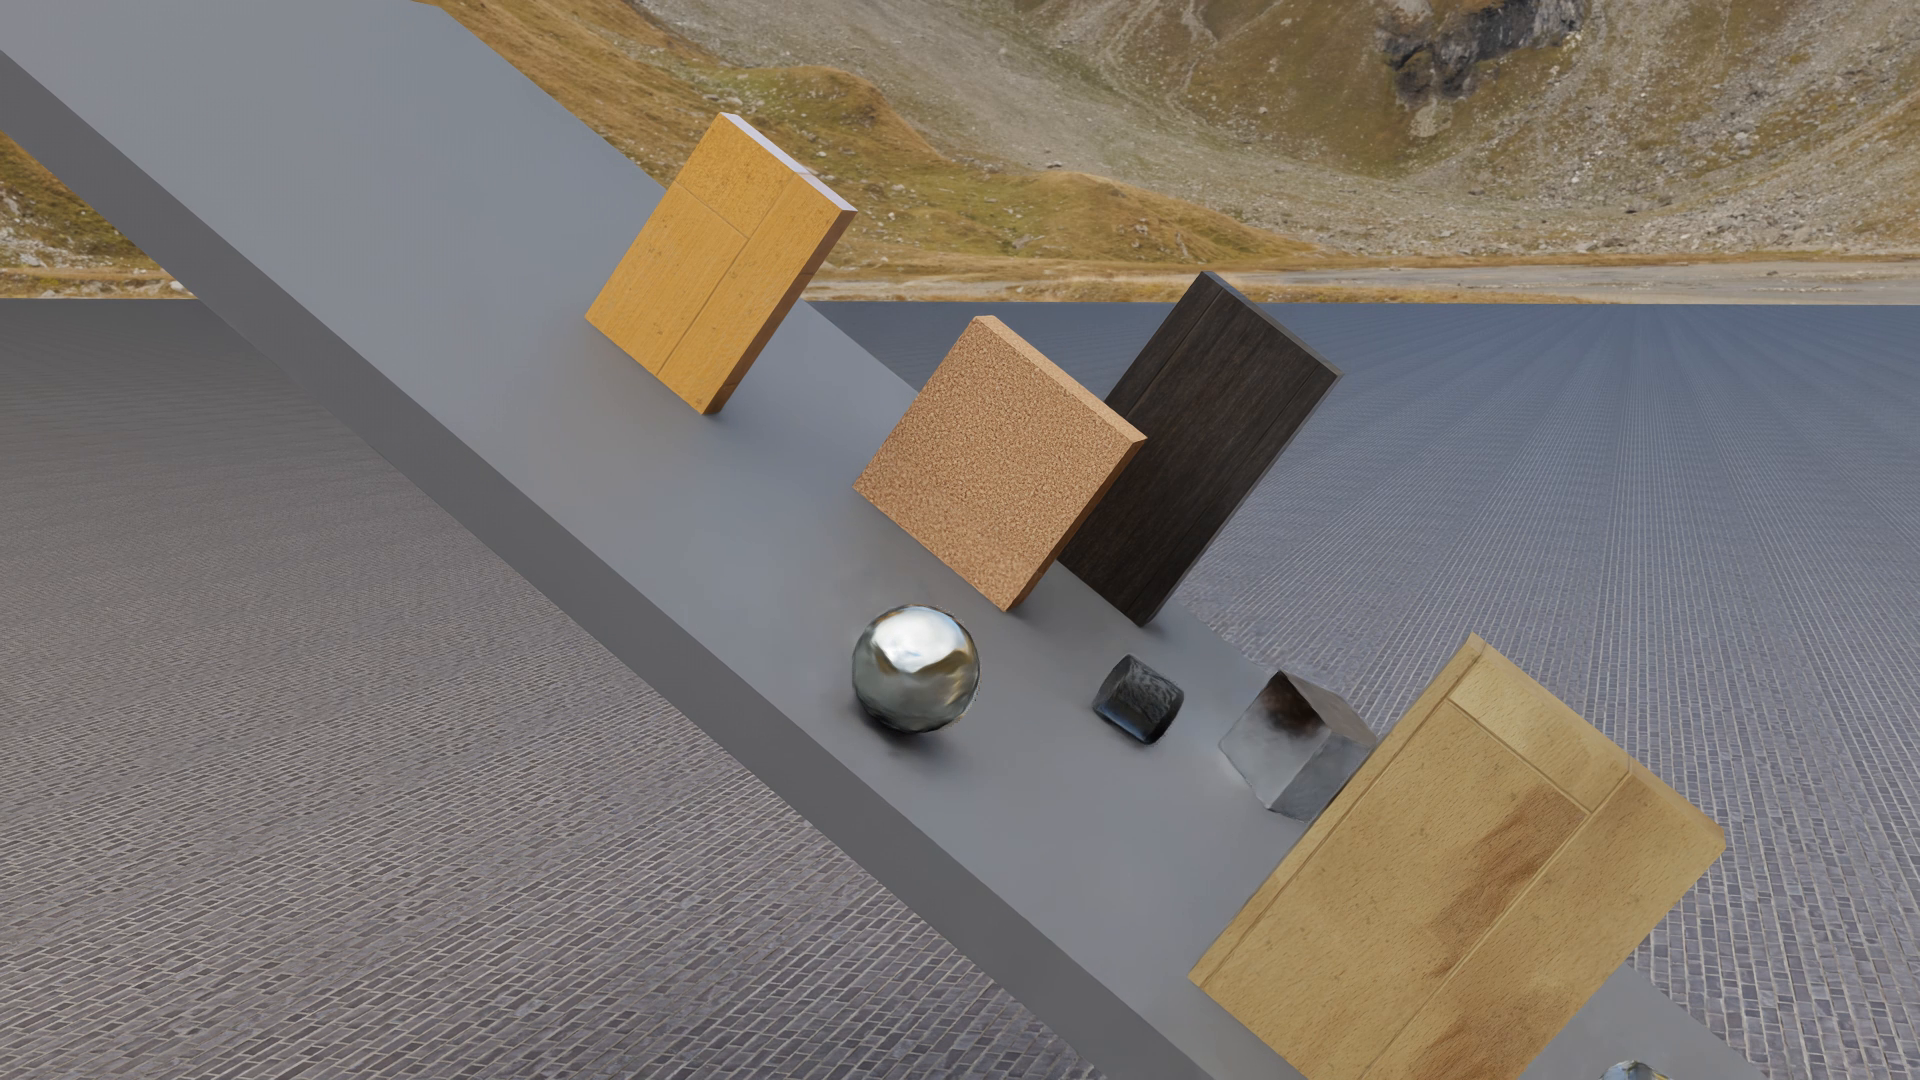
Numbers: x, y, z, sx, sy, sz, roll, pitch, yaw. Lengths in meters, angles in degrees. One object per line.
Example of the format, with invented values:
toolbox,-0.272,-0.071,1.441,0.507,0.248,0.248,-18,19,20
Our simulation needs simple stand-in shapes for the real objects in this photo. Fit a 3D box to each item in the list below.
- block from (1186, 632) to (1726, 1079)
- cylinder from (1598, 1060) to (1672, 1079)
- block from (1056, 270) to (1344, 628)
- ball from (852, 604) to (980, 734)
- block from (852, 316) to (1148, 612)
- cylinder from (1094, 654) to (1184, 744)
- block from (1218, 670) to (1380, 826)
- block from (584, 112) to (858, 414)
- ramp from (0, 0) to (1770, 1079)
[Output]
block,0.695,0.518,3.126,0.436,0.638,0.110,39,16,9
cylinder,1.161,0.978,3.668,0.165,0.165,0.165,29,-4,-21
block,0.451,-0.188,4.579,0.349,0.662,0.119,39,16,9
ball,-0.066,0.192,3.269,0.191,0.191,0.191,0,7,0
block,0.073,-0.146,4.135,0.377,0.403,0.123,39,16,9
cylinder,0.322,0.287,3.956,0.117,0.117,0.117,35,3,-7
block,0.659,0.404,4.197,0.194,0.194,0.194,24,20,-38
block,-0.434,-0.496,3.967,0.288,0.454,0.082,39,16,9
ramp,-0.052,0.112,4.064,4.000,0.100,2.000,39,16,9
